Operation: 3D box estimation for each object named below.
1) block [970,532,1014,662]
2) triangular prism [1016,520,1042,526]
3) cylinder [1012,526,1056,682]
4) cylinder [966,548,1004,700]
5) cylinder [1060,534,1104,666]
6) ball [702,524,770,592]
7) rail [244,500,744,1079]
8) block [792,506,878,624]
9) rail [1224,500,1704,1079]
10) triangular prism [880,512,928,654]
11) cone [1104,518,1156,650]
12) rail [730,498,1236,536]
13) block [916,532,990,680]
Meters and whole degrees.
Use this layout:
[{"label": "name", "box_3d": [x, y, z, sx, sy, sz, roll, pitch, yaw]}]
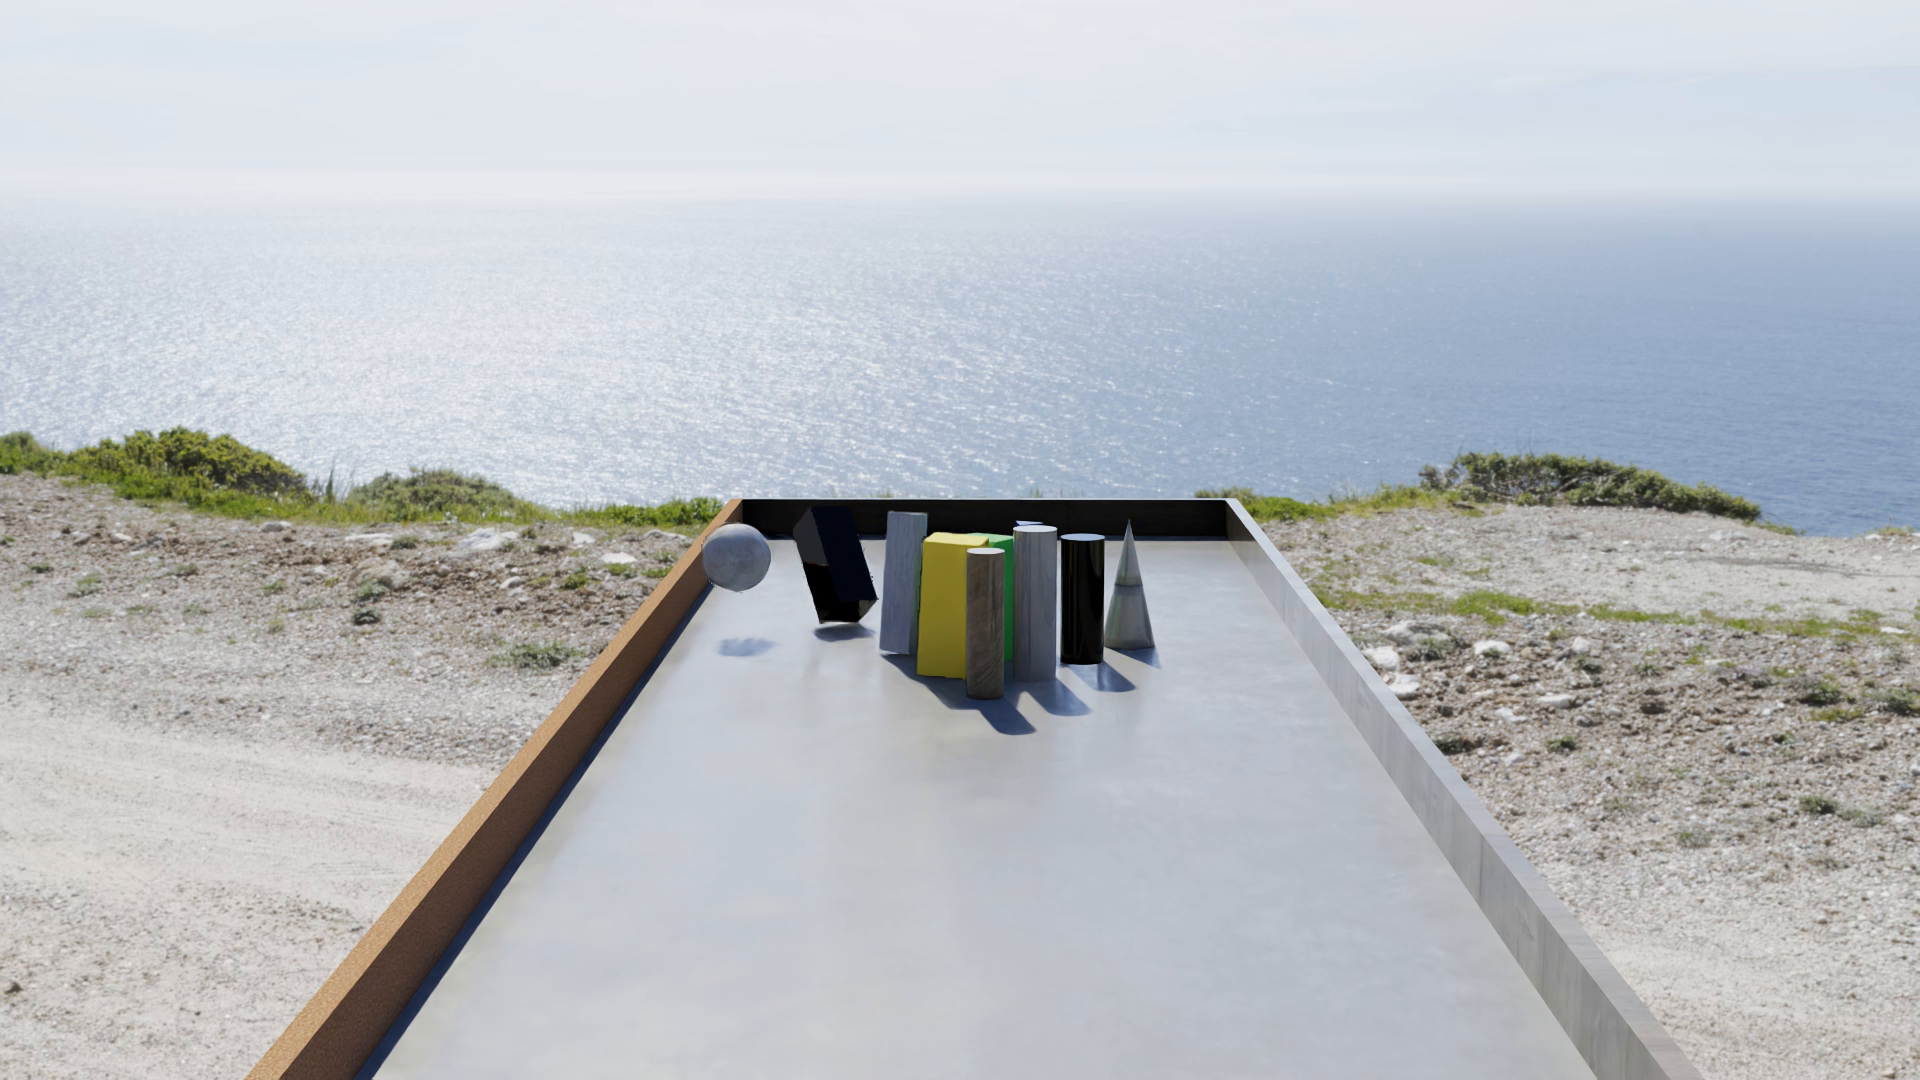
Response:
[{"label": "block", "box_3d": [0.069, 0.179, 6.675, 0.156, 0.375, 0.156, 6, 10, 32]}, {"label": "triangular prism", "box_3d": [0.201, 0.134, 6.946, 0.089, 0.382, 0.077, -6, 11, -36]}, {"label": "cylinder", "box_3d": [0.218, 0.185, 6.429, 0.128, 0.442, 0.128, 0, 9, 0]}, {"label": "cylinder", "box_3d": [0.071, 0.236, 6.189, 0.107, 0.417, 0.107, 0, 9, 0]}, {"label": "cylinder", "box_3d": [0.371, 0.179, 6.665, 0.133, 0.380, 0.133, 0, 9, 0]}, {"label": "ball", "box_3d": [-0.719, 0.055, 7.084, 0.220, 0.220, 0.220, 0, 9, 0]}, {"label": "rail", "box_3d": [-1.004, 0.839, 3.234, 0.050, 0.150, 12.000, 0, 9, 1]}, {"label": "block", "box_3d": [-0.415, 0.081, 7.275, 0.147, 0.357, 0.147, -1, -30, -33]}, {"label": "rail", "box_3d": [1.046, 0.843, 3.208, 0.050, 0.150, 12.000, 0, 9, 1]}, {"label": "triangular prism", "box_3d": [-0.152, 0.132, 6.781, 0.127, 0.427, 0.110, 6, 3, 40]}, {"label": "cone", "box_3d": [0.529, 0.130, 6.904, 0.173, 0.402, 0.173, 0, 9, 0]}, {"label": "rail", "box_3d": [0.099, -0.098, 9.147, 2.100, 0.150, 0.050, 0, 9, 1]}, {"label": "block", "box_3d": [-0.020, 0.193, 6.485, 0.164, 0.399, 0.164, 5, 10, 10]}]
